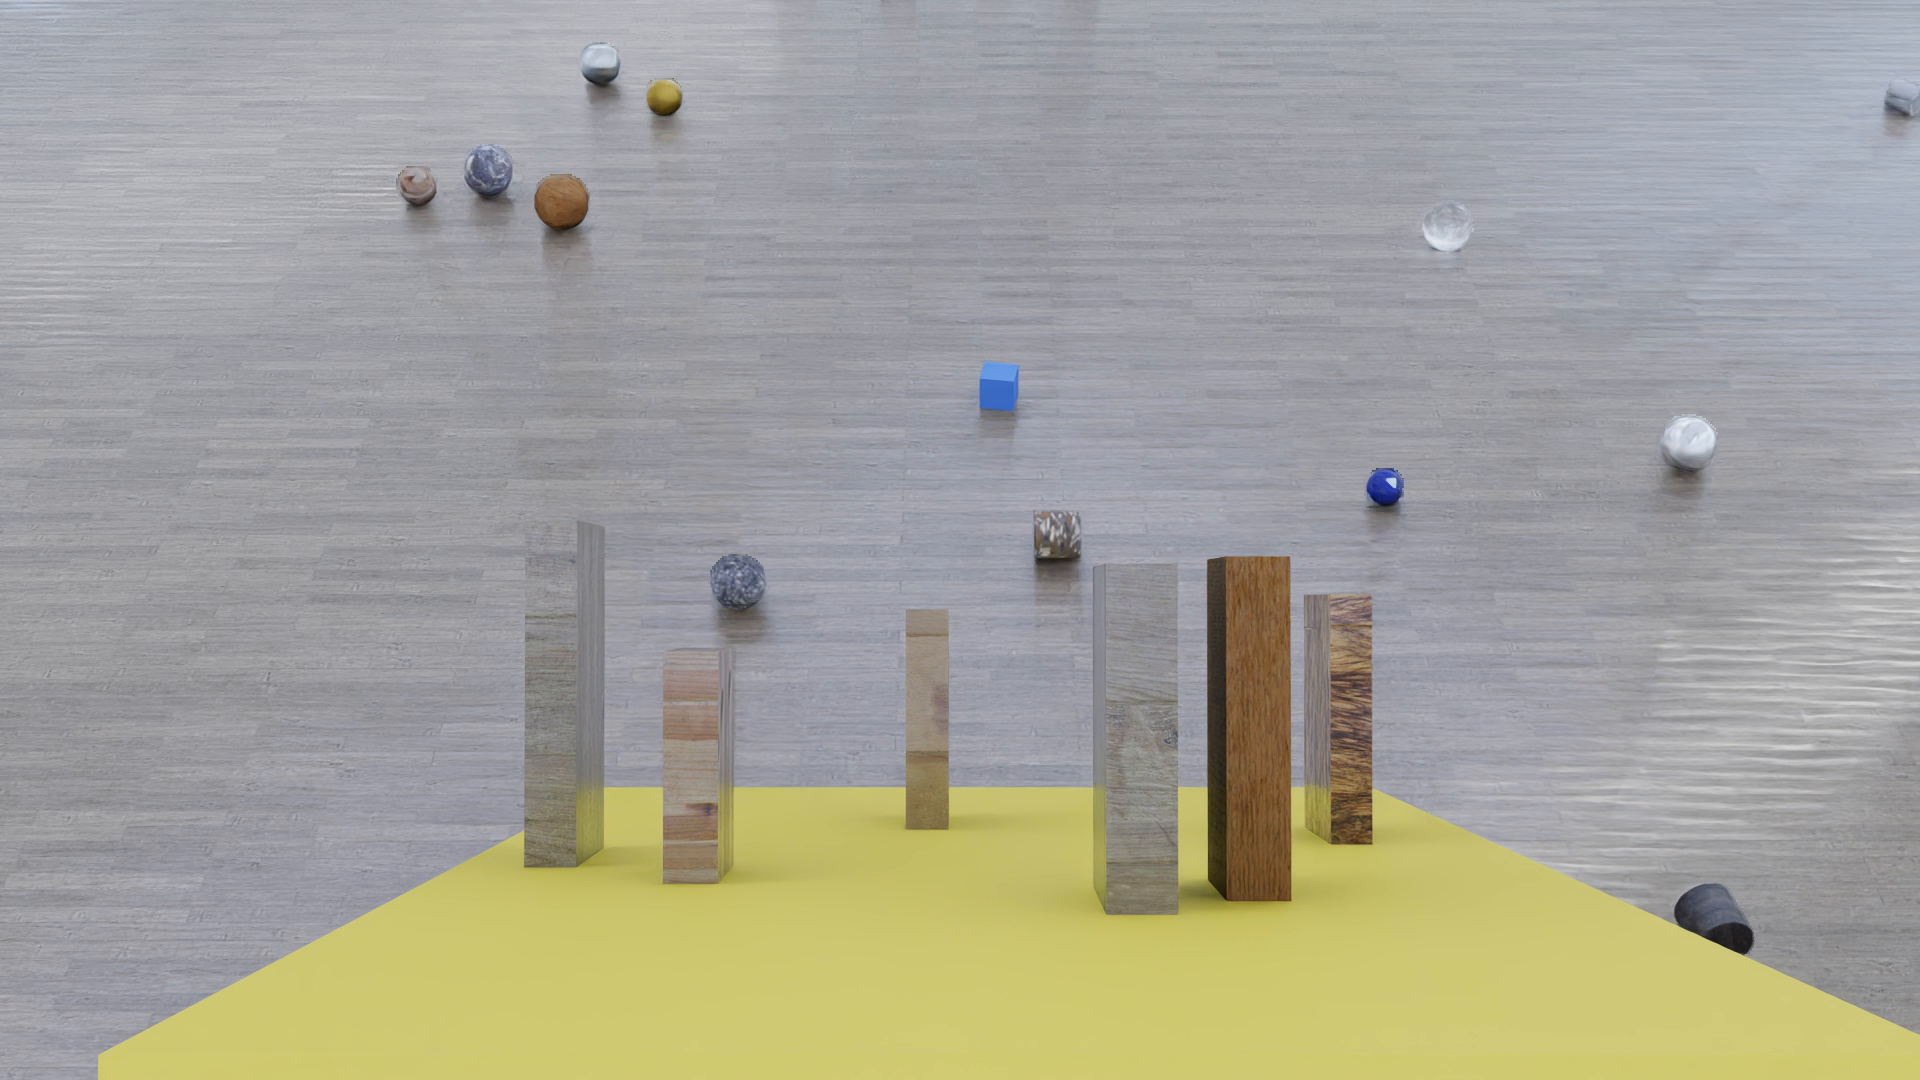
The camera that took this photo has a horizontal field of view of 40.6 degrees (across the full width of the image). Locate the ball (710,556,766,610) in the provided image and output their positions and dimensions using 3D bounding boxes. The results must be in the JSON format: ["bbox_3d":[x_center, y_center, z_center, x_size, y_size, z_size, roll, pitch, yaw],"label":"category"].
[{"bbox_3d":[-0.646,0.125,7.567,0.160,0.160,0.160,0,34,0],"label":"ball"}]

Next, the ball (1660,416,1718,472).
[{"bbox_3d":[2.300,-0.303,8.194,0.174,0.174,0.174,0,34,0],"label":"ball"}]

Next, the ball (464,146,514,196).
[{"bbox_3d":[-1.785,-1.397,9.822,0.185,0.185,0.185,0,34,0],"label":"ball"}]

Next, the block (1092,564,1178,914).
[{"bbox_3d":[0.283,0.314,4.228,0.112,0.545,0.396,0,-1,0],"label":"block"}]

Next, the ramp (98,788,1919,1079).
[{"bbox_3d":[0.075,0.649,4.783,2.000,0.100,4.000,0,-1,0],"label":"ramp"}]

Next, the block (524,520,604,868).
[{"bbox_3d":[-0.750,0.286,4.939,0.095,0.634,0.373,0,-1,0],"label":"block"}]

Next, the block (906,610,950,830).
[{"bbox_3d":[-0.070,0.387,5.698,0.091,0.468,0.331,0,-1,0],"label":"block"}]

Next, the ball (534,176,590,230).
[{"bbox_3d":[-1.471,-1.247,9.583,0.200,0.200,0.200,0,34,0],"label":"ball"}]

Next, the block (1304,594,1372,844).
[{"bbox_3d":[0.782,0.363,5.387,0.083,0.500,0.398,0,-1,0],"label":"block"}]

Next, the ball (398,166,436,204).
[{"bbox_3d":[-2.041,-1.333,9.766,0.141,0.141,0.141,0,34,0],"label":"ball"}]

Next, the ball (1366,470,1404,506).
[{"bbox_3d":[1.316,-0.162,8.039,0.113,0.113,0.113,0,34,0],"label":"ball"}]

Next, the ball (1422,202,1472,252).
[{"bbox_3d":[1.775,-1.138,9.440,0.178,0.178,0.178,0,34,0],"label":"ball"}]

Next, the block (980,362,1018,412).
[{"bbox_3d":[0.129,-0.507,8.555,0.112,0.112,0.112,5,34,8],"label":"block"}]

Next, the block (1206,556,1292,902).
[{"bbox_3d":[0.485,0.310,4.374,0.105,0.559,0.324,0,-1,0],"label":"block"}]

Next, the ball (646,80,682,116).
[{"bbox_3d":[-1.189,-1.778,10.427,0.146,0.146,0.146,0,34,0],"label":"ball"}]

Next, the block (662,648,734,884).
[{"bbox_3d":[-0.464,0.395,4.625,0.095,0.401,0.312,0,-1,0],"label":"block"}]

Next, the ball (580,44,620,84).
[{"bbox_3d":[-1.480,-1.958,10.677,0.169,0.169,0.169,0,34,0],"label":"ball"}]

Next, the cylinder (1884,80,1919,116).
[{"bbox_3d":[3.810,-1.785,10.461,0.114,0.114,0.114,-27,44,-34],"label":"cylinder"}]

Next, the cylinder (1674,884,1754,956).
[{"bbox_3d":[1.846,0.944,6.357,0.144,0.144,0.144,-5,32,-8],"label":"cylinder"}]
